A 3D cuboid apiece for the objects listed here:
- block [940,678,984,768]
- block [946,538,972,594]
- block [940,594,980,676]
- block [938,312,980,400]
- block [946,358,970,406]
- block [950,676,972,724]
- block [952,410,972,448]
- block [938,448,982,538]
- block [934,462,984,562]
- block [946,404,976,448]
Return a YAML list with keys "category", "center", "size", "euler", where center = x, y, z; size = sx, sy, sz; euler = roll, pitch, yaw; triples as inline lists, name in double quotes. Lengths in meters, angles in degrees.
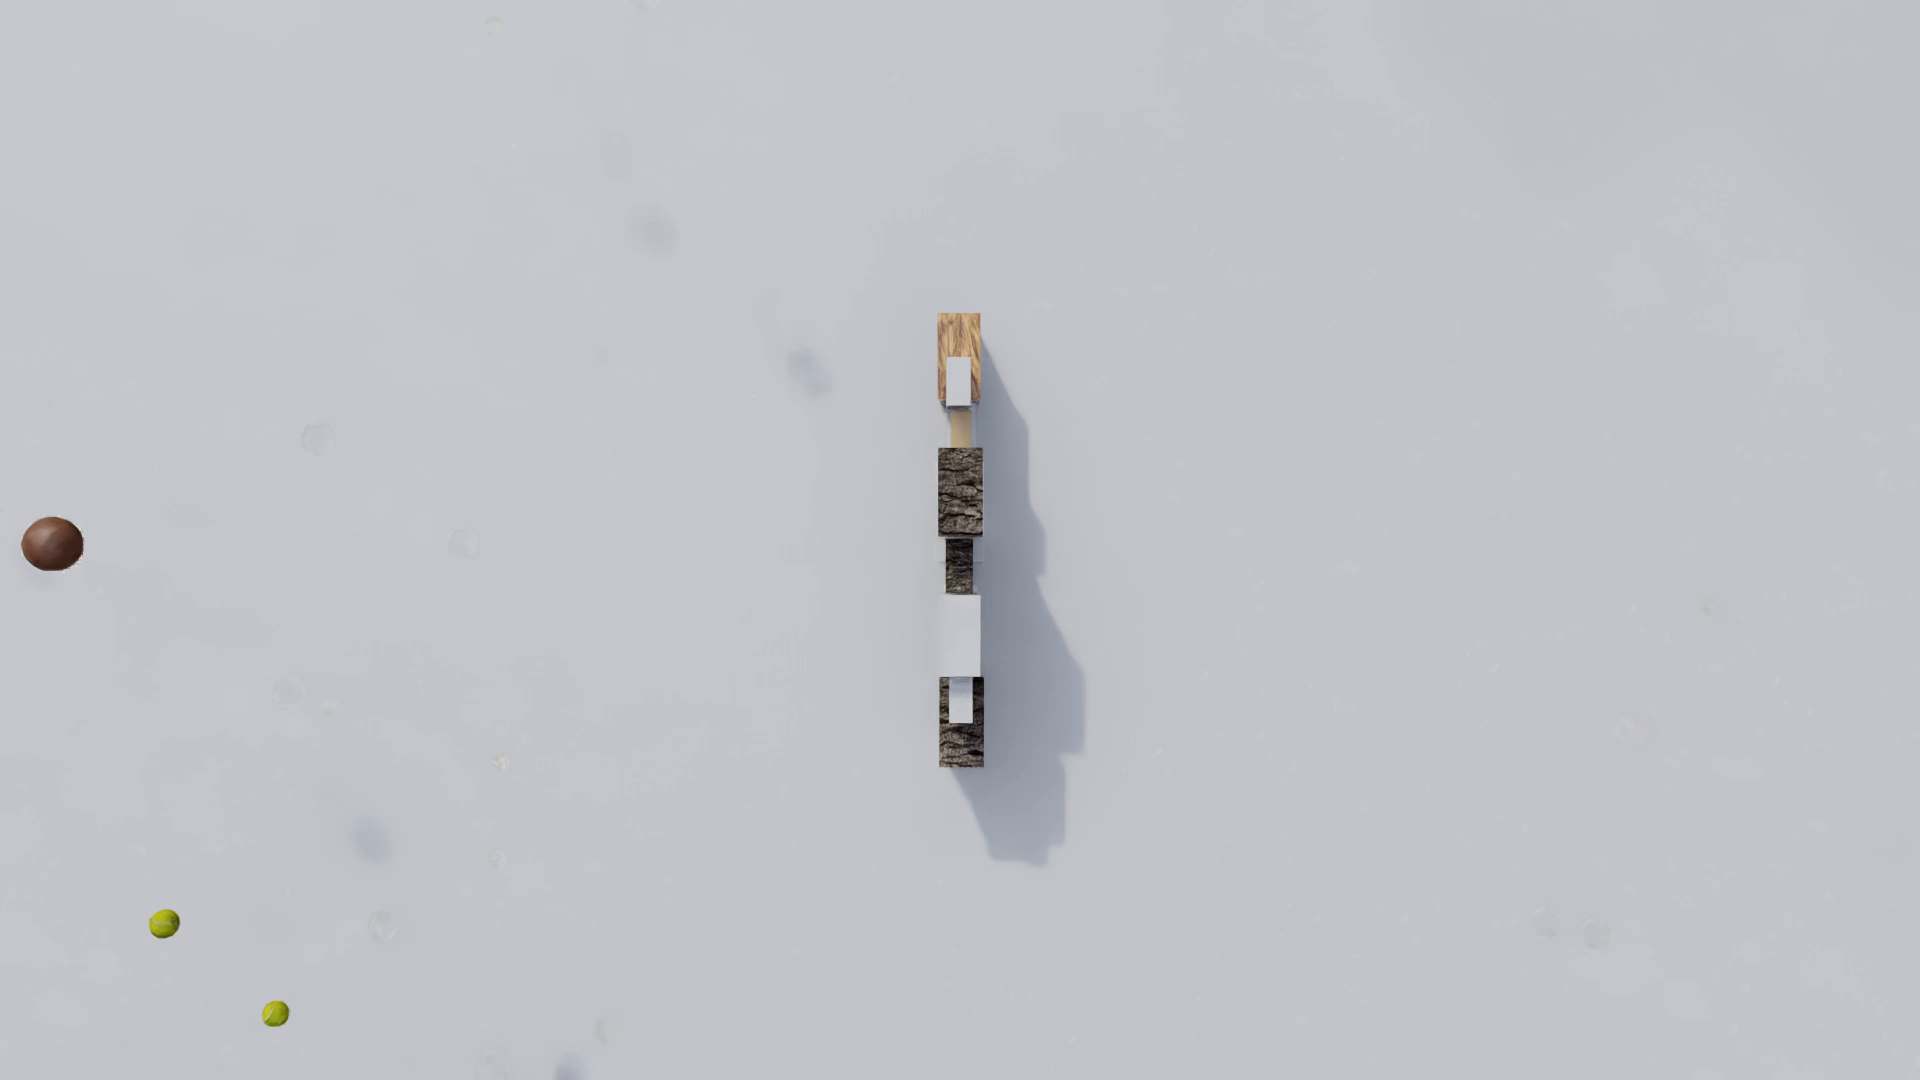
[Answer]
- category: "block"
  center: [0.005, 0.574, 5.199]
  size: [0.140, 0.040, 0.281]
  euler: [0, 90, 0]
- category: "block"
  center: [-0.002, 0.079, 4.971]
  size: [0.082, 0.023, 0.165]
  euler: [0, 90, 0]
- category: "block"
  center: [0.000, 0.288, 4.970]
  size: [0.122, 0.035, 0.244]
  euler: [0, 90, 0]
- category: "block"
  center: [-0.003, -0.579, 5.210]
  size: [0.135, 0.038, 0.271]
  euler: [0, 90, 0]
- category: "block"
  center: [-0.005, -0.484, 5.034]
  size: [0.073, 0.021, 0.147]
  euler: [0, 90, 0]
- category: "block"
  center: [0.003, 0.486, 5.027]
  size: [0.071, 0.020, 0.142]
  euler: [0, 90, 0]
- category: "block"
  center: [0.004, -0.341, 5.142]
  size: [0.064, 0.018, 0.129]
  euler: [0, 90, 0]
- category: "block"
  center: [0.002, -0.140, 4.866]
  size: [0.131, 0.037, 0.263]
  euler: [0, 90, 0]
- category: "block"
  center: [-0.002, -0.087, 5.169]
  size: [0.154, 0.044, 0.309]
  euler: [0, 90, 0]
- category: "block"
  center: [0.004, -0.342, 5.294]
  size: [0.096, 0.027, 0.193]
  euler: [0, 90, 0]
